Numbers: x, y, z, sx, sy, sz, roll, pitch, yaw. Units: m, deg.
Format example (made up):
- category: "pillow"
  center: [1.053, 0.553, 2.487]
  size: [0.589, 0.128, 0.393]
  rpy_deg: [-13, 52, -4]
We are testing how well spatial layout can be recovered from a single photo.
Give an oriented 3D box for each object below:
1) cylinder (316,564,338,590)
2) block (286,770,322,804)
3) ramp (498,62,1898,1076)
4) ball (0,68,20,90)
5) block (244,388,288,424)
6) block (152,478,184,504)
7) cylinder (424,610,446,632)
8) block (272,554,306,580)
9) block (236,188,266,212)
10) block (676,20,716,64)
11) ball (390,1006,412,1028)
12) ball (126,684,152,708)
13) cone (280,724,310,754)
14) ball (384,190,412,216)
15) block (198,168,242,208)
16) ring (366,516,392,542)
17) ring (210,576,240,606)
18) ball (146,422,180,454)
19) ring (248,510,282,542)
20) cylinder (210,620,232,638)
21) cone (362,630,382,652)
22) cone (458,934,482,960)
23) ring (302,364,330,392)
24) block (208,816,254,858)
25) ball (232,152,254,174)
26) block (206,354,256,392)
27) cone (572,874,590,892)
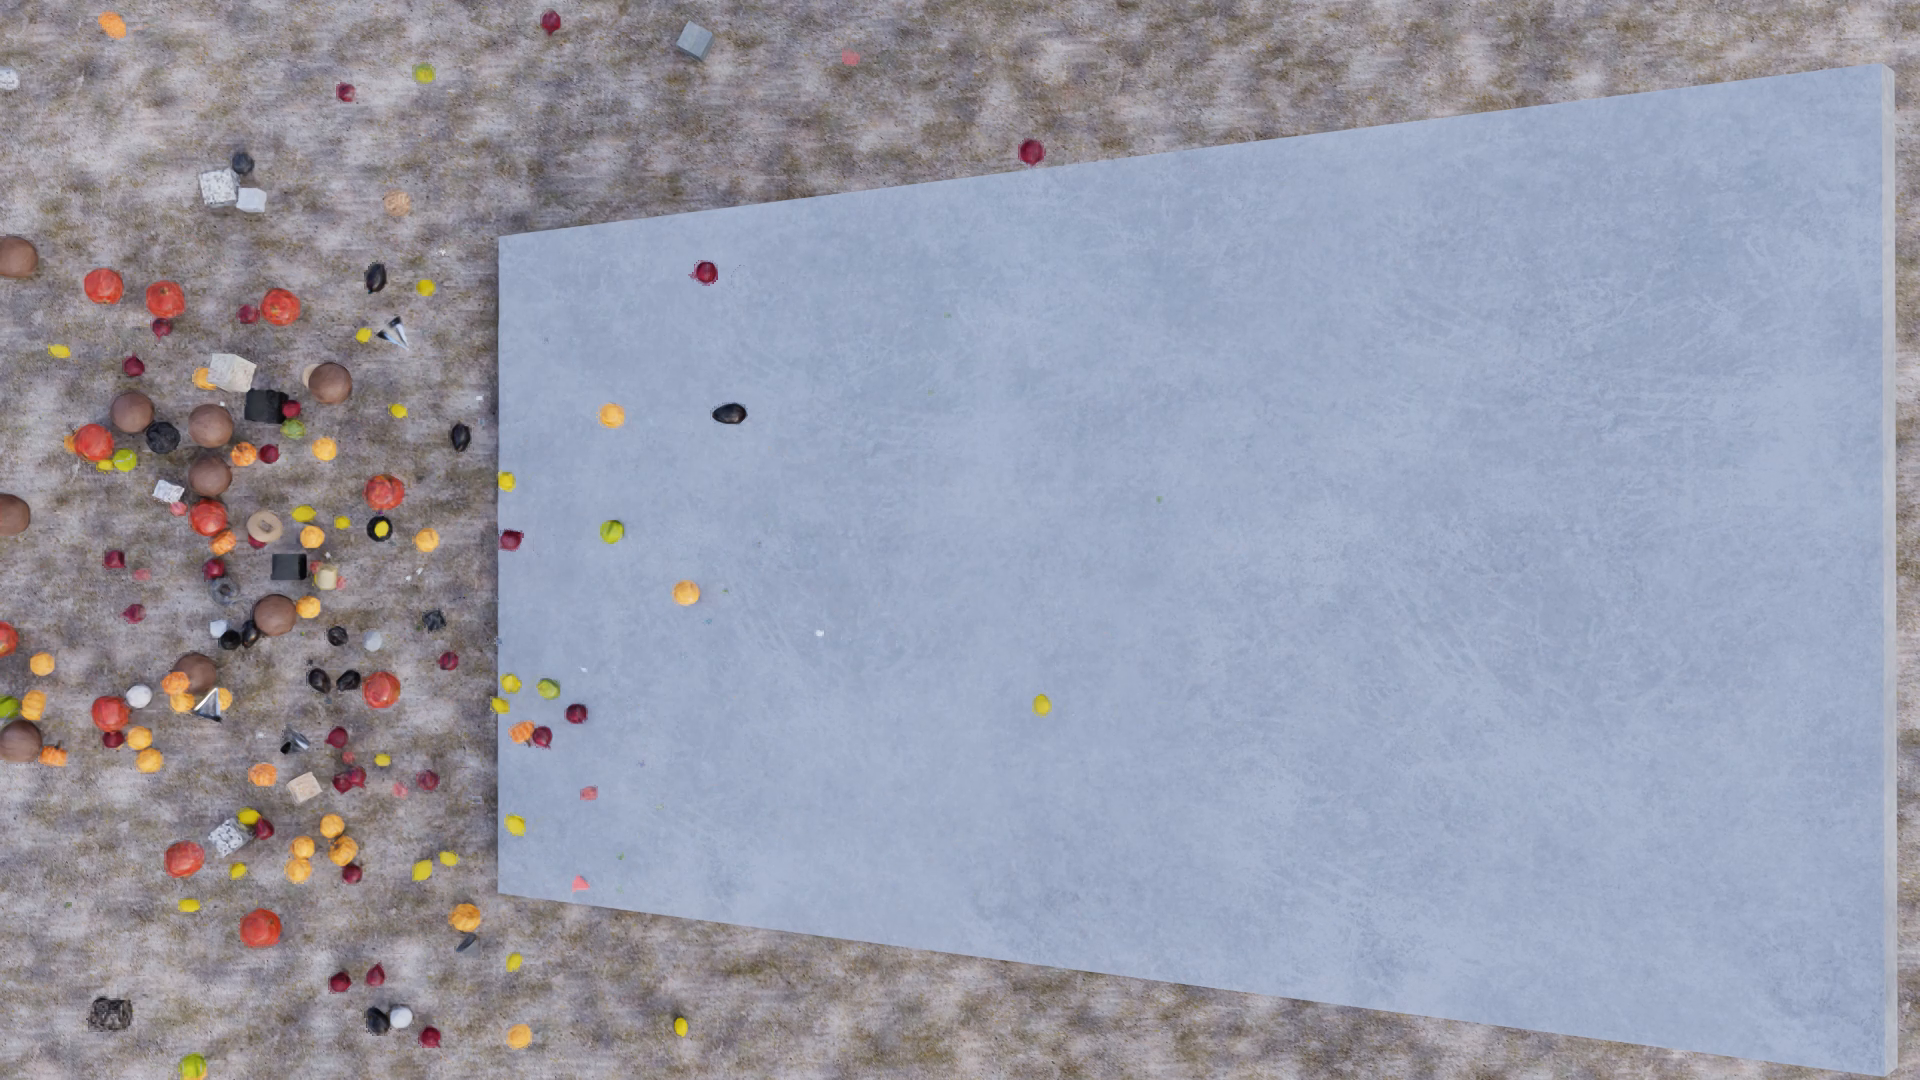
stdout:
- category: "cylinder"
  center: [-1.908, 0.111, 6.629]
  size: [0.060, 0.060, 0.060]
  rpy_deg: [12, 107, 0]
- category: "block"
  center: [-2.006, 0.758, 6.726]
  size: [0.071, 0.071, 0.071]
  rpy_deg: [-29, 90, -28]
- category: "ramp"
  center: [0.237, 0.066, 5.557]
  size: [4.000, 0.100, 2.000]
  rpy_deg: [0, 89, 36]
- category: "ball"
  center: [-2.927, -1.417, 6.758]
  size: [0.065, 0.065, 0.065]
  rpy_deg: [0, 90, 0]
- category: "block"
  center: [-2.125, -0.409, 6.735]
  size: [0.096, 0.096, 0.096]
  rpy_deg: [6, 90, 0]
- category: "block"
  center: [-2.426, -0.148, 6.740]
  size: [0.055, 0.055, 0.055]
  rpy_deg: [23, 90, 28]
- category: "cylinder"
  center: [-1.609, 0.246, 6.737]
  size: [0.052, 0.052, 0.052]
  rpy_deg: [-21, 97, 0]
- category: "block"
  center: [-2.057, 0.084, 6.739]
  size: [0.080, 0.080, 0.080]
  rpy_deg: [1, 90, 0]
- category: "block"
  center: [-2.171, -1.041, 6.741]
  size: [0.061, 0.061, 0.061]
  rpy_deg: [3, 85, 6]
- category: "block"
  center: [-0.810, -1.529, 6.750]
  size: [0.083, 0.083, 0.083]
  rpy_deg: [29, 90, 0]
- category: "ball"
  center: [-1.712, 1.462, 6.735]
  size: [0.068, 0.068, 0.068]
  rpy_deg: [0, 90, 0]
- category: "ball"
  center: [-2.515, 0.478, 6.740]
  size: [0.072, 0.072, 0.072]
  rpy_deg: [0, 90, 0]
- category: "cone"
  center: [-2.054, 0.599, 6.755]
  size: [0.089, 0.089, 0.089]
  rpy_deg: [-27, 63, 0]
- category: "ball"
  center: [-1.725, -1.034, 6.748]
  size: [0.079, 0.079, 0.079]
  rpy_deg: [0, 90, 0]
- category: "block"
  center: [-2.262, -1.076, 6.737]
  size: [0.094, 0.094, 0.094]
  rpy_deg: [-11, 92, -2]
- category: "ring"
  center: [-1.786, -0.033, 6.767]
  size: [0.080, 0.027, 0.080]
  rpy_deg: [0, 93, 0]
- category: "ring"
  center: [-2.261, 0.155, 6.764]
  size: [0.092, 0.031, 0.092]
  rpy_deg: [0, 90, 1]
- category: "ball"
  center: [-2.441, -0.313, 6.733]
  size: [0.099, 0.099, 0.099]
  rpy_deg: [0, 90, 0]
- category: "ring"
  center: [-2.069, -0.039, 6.546]
  size: [0.107, 0.107, 0.036]
  rpy_deg: [49, 132, 0]
- category: "cylinder"
  center: [-2.267, 0.273, 6.752]
  size: [0.050, 0.050, 0.050]
  rpy_deg: [-4, 90, 2]
- category: "cone"
  center: [-1.813, 0.311, 6.746]
  size: [0.063, 0.063, 0.063]
  rpy_deg: [0, 90, 0]
- category: "cone"
  center: [-1.489, 1.263, 6.745]
  size: [0.075, 0.075, 0.075]
  rpy_deg: [-35, 107, 0]
- category: "ring"
  center: [-1.983, -0.500, 6.770]
  size: [0.084, 0.028, 0.084]
  rpy_deg: [0, 90, -3]
- category: "block"
  center: [-2.231, 0.907, 6.728]
  size: [0.083, 0.083, 0.083]
  rpy_deg: [-37, 90, 5]
- category: "ball"
  center: [-2.202, -1.155, 6.753]
  size: [0.066, 0.066, 0.066]
  rpy_deg: [0, 90, 0]
- category: "block"
  center: [-2.172, -0.497, 6.553]
  size: [0.088, 0.088, 0.088]
  rpy_deg: [5, 77, 26]
- category: "cone"
  center: [-1.104, 1.015, 6.456]
  size: [0.052, 0.052, 0.052]
  rpy_deg: [17, 90, 8]
